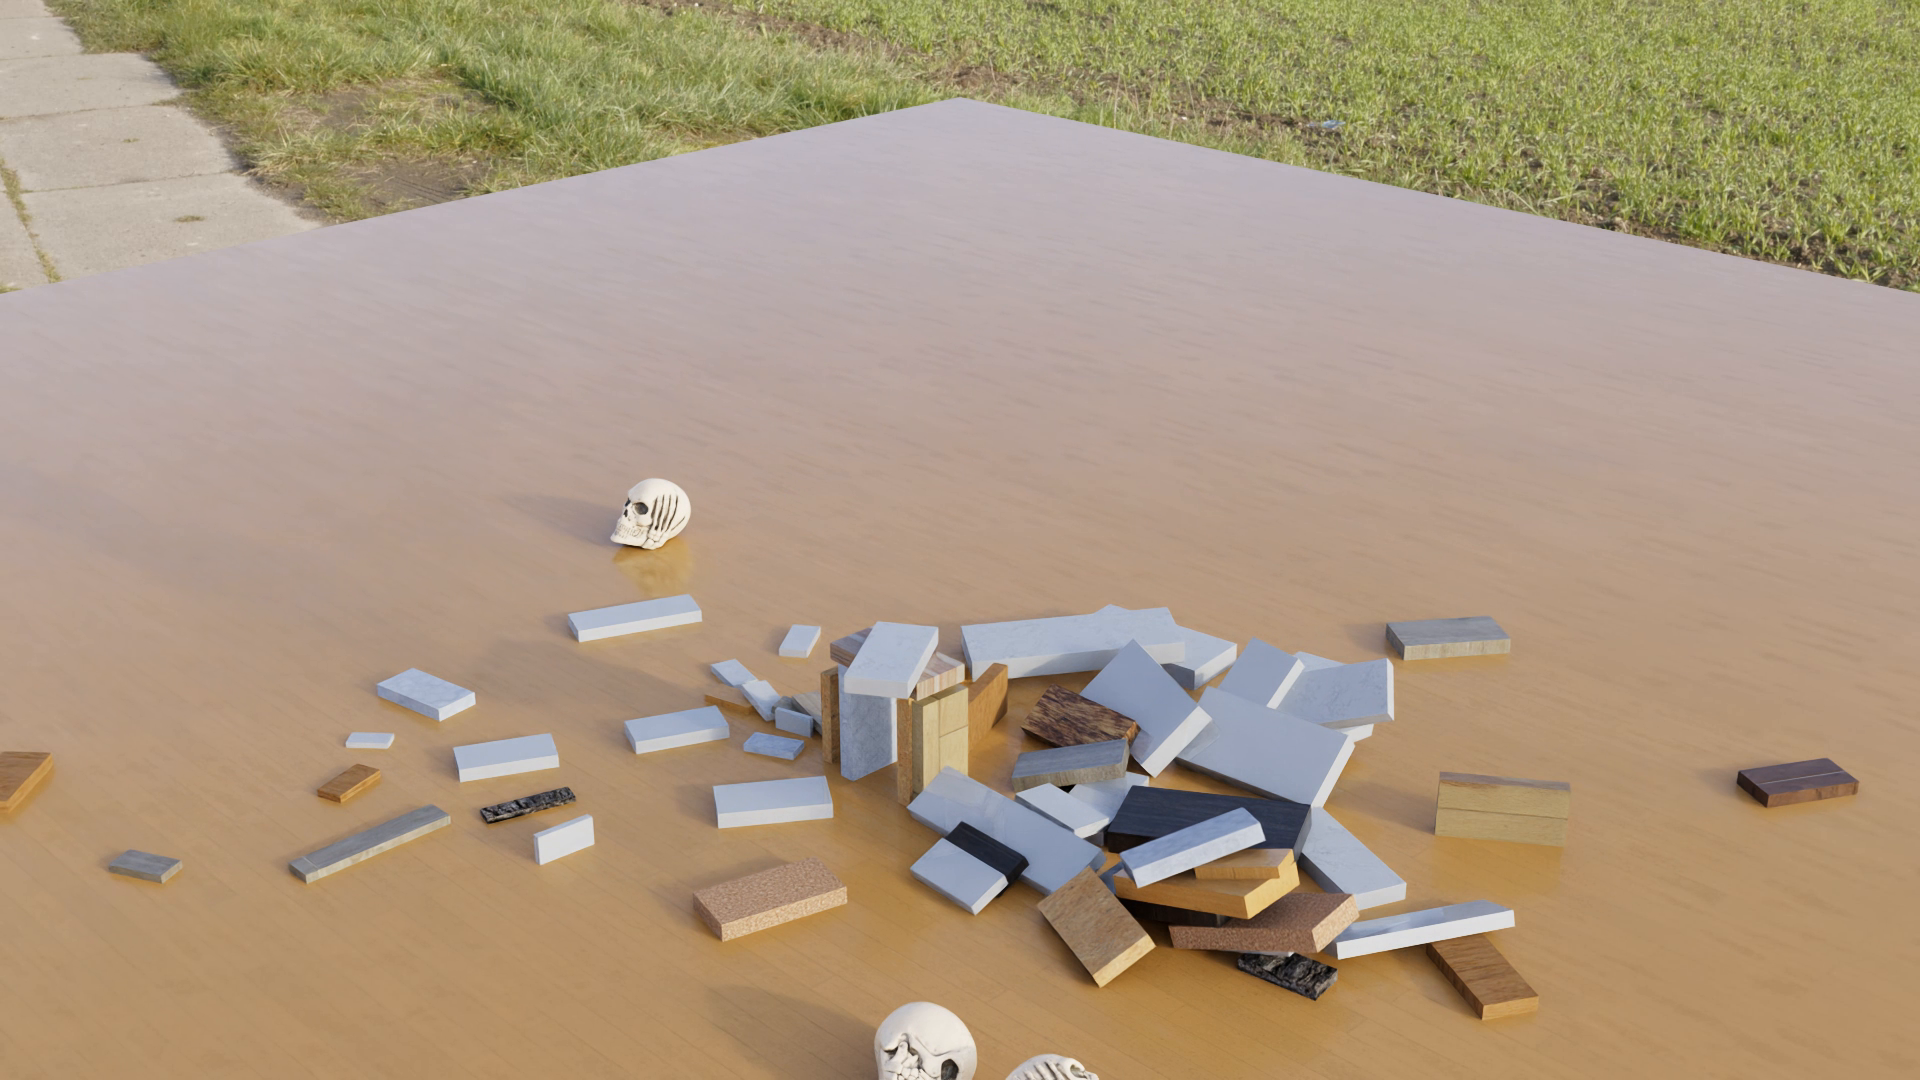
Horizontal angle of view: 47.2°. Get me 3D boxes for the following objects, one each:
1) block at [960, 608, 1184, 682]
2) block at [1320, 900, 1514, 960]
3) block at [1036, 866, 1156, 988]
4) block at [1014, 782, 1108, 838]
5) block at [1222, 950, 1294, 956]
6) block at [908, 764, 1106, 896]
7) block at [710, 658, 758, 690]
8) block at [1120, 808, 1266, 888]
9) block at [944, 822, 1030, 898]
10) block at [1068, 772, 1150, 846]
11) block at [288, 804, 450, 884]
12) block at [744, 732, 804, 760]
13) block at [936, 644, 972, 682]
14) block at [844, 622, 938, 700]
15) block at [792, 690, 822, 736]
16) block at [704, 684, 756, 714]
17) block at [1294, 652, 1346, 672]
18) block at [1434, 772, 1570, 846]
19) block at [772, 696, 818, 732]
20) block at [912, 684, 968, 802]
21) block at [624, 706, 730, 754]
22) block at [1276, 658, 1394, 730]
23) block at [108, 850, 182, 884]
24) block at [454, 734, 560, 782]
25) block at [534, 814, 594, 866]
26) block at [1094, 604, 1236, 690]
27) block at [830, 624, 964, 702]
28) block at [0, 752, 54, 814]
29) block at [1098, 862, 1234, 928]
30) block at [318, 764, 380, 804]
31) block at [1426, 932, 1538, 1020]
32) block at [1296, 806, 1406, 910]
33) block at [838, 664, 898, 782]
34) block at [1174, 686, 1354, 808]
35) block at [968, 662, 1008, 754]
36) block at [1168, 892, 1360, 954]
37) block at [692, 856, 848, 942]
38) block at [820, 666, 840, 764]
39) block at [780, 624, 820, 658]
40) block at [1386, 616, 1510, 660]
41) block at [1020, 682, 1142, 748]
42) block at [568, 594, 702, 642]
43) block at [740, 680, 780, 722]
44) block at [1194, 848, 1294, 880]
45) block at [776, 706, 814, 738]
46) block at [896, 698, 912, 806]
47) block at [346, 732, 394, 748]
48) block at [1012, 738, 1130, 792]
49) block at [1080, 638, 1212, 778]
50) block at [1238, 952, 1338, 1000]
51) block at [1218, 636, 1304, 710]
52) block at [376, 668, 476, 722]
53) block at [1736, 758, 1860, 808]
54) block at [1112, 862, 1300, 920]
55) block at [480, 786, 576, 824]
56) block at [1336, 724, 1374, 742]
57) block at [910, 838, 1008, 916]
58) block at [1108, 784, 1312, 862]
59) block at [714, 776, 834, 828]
[{"bbox_3d":[0.255,0.237,5.021,0.485,0.050,0.178,-5,25,-6],"label":"block"},{"bbox_3d":[0.825,0.708,4.008,0.355,0.030,0.106,-7,4,-16],"label":"block"},{"bbox_3d":[0.245,0.700,3.994,0.123,0.035,0.246,-36,31,-6],"label":"block"},{"bbox_3d":[0.201,0.539,4.363,0.090,0.025,0.180,-13,26,-37],"label":"block"},{"bbox_3d":[0.549,0.718,3.962,0.158,0.022,0.079,-6,13,45],"label":"block"},{"bbox_3d":[0.086,0.573,4.297,0.441,0.035,0.123,24,61,43],"label":"block"},{"bbox_3d":[-0.514,0.309,5.011,0.061,0.017,0.122,-13,26,-27],"label":"block"},{"bbox_3d":[0.419,0.557,3.989,0.246,0.035,0.123,-20,8,-4],"label":"block"},{"bbox_3d":[0.038,0.614,4.231,0.180,0.025,0.090,24,61,43],"label":"block"},{"bbox_3d":[0.281,0.535,4.456,0.121,0.034,0.243,11,25,24],"label":"block"},{"bbox_3d":[-1.160,0.596,4.332,0.067,0.019,0.321,21,31,41],"label":"block"},{"bbox_3d":[-0.398,0.440,4.702,0.116,0.016,0.058,8,24,19],"label":"block"},{"bbox_3d":[-0.038,0.285,5.043,0.257,0.036,0.128,-4,23,-10],"label":"block"},{"bbox_3d":[-0.135,0.238,4.390,0.128,0.036,0.256,5,24,12],"label":"block"},{"bbox_3d":[-0.306,0.377,4.799,0.067,0.019,0.133,-8,33,-35],"label":"block"},{"bbox_3d":[-0.501,0.355,4.902,0.122,0.017,0.061,14,27,29],"label":"block"},{"bbox_3d":[0.745,0.354,4.863,0.178,0.050,0.355,16,28,33],"label":"block"},{"bbox_3d":[1.071,0.532,4.347,0.250,0.125,0.035,4,23,10],"label":"block"},{"bbox_3d":[-0.348,0.379,4.816,0.116,0.016,0.058,20,28,15],"label":"block"},{"bbox_3d":[-0.040,0.421,4.457,0.121,0.243,0.034,-20,30,-39],"label":"block"},{"bbox_3d":[-0.613,0.410,4.758,0.205,0.029,0.103,-9,24,-20],"label":"block"},{"bbox_3d":[0.729,0.344,4.652,0.378,0.036,0.129,-12,54,27],"label":"block"},{"bbox_3d":[-1.575,0.631,4.252,0.122,0.017,0.061,8,24,18],"label":"block"},{"bbox_3d":[-0.958,0.458,4.643,0.205,0.029,0.103,-8,24,-17],"label":"block"},{"bbox_3d":[-0.774,0.586,4.302,0.122,0.061,0.017,-18,29,-37],"label":"block"},{"bbox_3d":[0.444,0.247,5.115,0.355,0.050,0.178,17,28,35],"label":"block"},{"bbox_3d":[-0.129,0.247,4.464,0.130,0.037,0.261,-21,31,-40],"label":"block"},{"bbox_3d":[-1.971,0.500,4.545,0.103,0.029,0.206,1,23,3],"label":"block"},{"bbox_3d":[0.391,0.651,4.071,0.305,0.043,0.153,-1,17,41],"label":"block"},{"bbox_3d":[-1.265,0.503,4.552,0.061,0.017,0.122,11,25,24],"label":"block"},{"bbox_3d":[0.925,0.771,3.904,0.106,0.030,0.212,-6,24,-14],"label":"block"},{"bbox_3d":[0.724,0.616,4.264,0.125,0.035,0.313,-9,25,-20],"label":"block"},{"bbox_3d":[-0.190,0.359,4.580,0.131,0.261,0.037,-21,31,-40],"label":"block"},{"bbox_3d":[0.622,0.435,4.550,0.345,0.049,0.172,18,68,37],"label":"block"},{"bbox_3d":[0.042,0.366,4.751,0.033,0.116,0.231,10,25,22],"label":"block"},{"bbox_3d":[0.545,0.686,3.956,0.305,0.043,0.153,-7,13,41],"label":"block"},{"bbox_3d":[-0.357,0.672,4.130,0.257,0.036,0.129,-13,26,-28],"label":"block"},{"bbox_3d":[-0.244,0.360,4.649,0.029,0.205,0.103,21,31,41],"label":"block"},{"bbox_3d":[-0.376,0.238,5.176,0.067,0.019,0.133,4,23,9],"label":"block"},{"bbox_3d":[1.147,0.230,5.172,0.257,0.036,0.129,-4,23,-8],"label":"block"},{"bbox_3d":[0.256,0.400,4.691,0.243,0.034,0.121,22,67,42],"label":"block"},{"bbox_3d":[-0.781,0.187,5.284,0.301,0.029,0.103,-9,25,-21],"label":"block"},{"bbox_3d":[-0.430,0.355,4.866,0.061,0.017,0.122,-9,35,-32],"label":"block"},{"bbox_3d":[0.508,0.578,3.927,0.158,0.022,0.079,-5,14,29],"label":"block"},{"bbox_3d":[-0.359,0.395,4.771,0.091,0.045,0.013,13,26,28],"label":"block"},{"bbox_3d":[-0.067,0.403,4.476,0.130,0.261,0.037,-20,30,-39],"label":"block"},{"bbox_3d":[-1.268,0.431,4.728,0.091,0.013,0.045,1,23,3],"label":"block"},{"bbox_3d":[0.230,0.466,4.548,0.231,0.033,0.116,-9,19,13],"label":"block"},{"bbox_3d":[0.395,0.357,4.724,0.172,0.049,0.345,-46,29,3],"label":"block"},{"bbox_3d":[0.585,0.766,3.926,0.158,0.022,0.079,17,28,34],"label":"block"},{"bbox_3d":[0.608,0.341,4.685,0.128,0.036,0.257,27,77,42],"label":"block"},{"bbox_3d":[-1.193,0.344,4.912,0.206,0.029,0.103,16,28,33],"label":"block"},{"bbox_3d":[1.730,0.501,4.542,0.212,0.030,0.106,-6,24,-14],"label":"block"},{"bbox_3d":[0.443,0.615,3.979,0.305,0.043,0.153,1,18,46],"label":"block"},{"bbox_3d":[-0.878,0.539,4.473,0.186,0.013,0.045,-13,26,-27],"label":"block"},{"bbox_3d":[0.752,0.364,4.726,0.125,0.035,0.250,-15,33,-36],"label":"block"},{"bbox_3d":[-0.003,0.639,4.180,0.090,0.026,0.180,-41,41,-23],"label":"block"},{"bbox_3d":[0.490,0.565,4.311,0.365,0.049,0.172,4,27,21],"label":"block"},{"bbox_3d":[-0.380,0.531,4.466,0.231,0.033,0.116,-4,23,-10],"label":"block"}]
